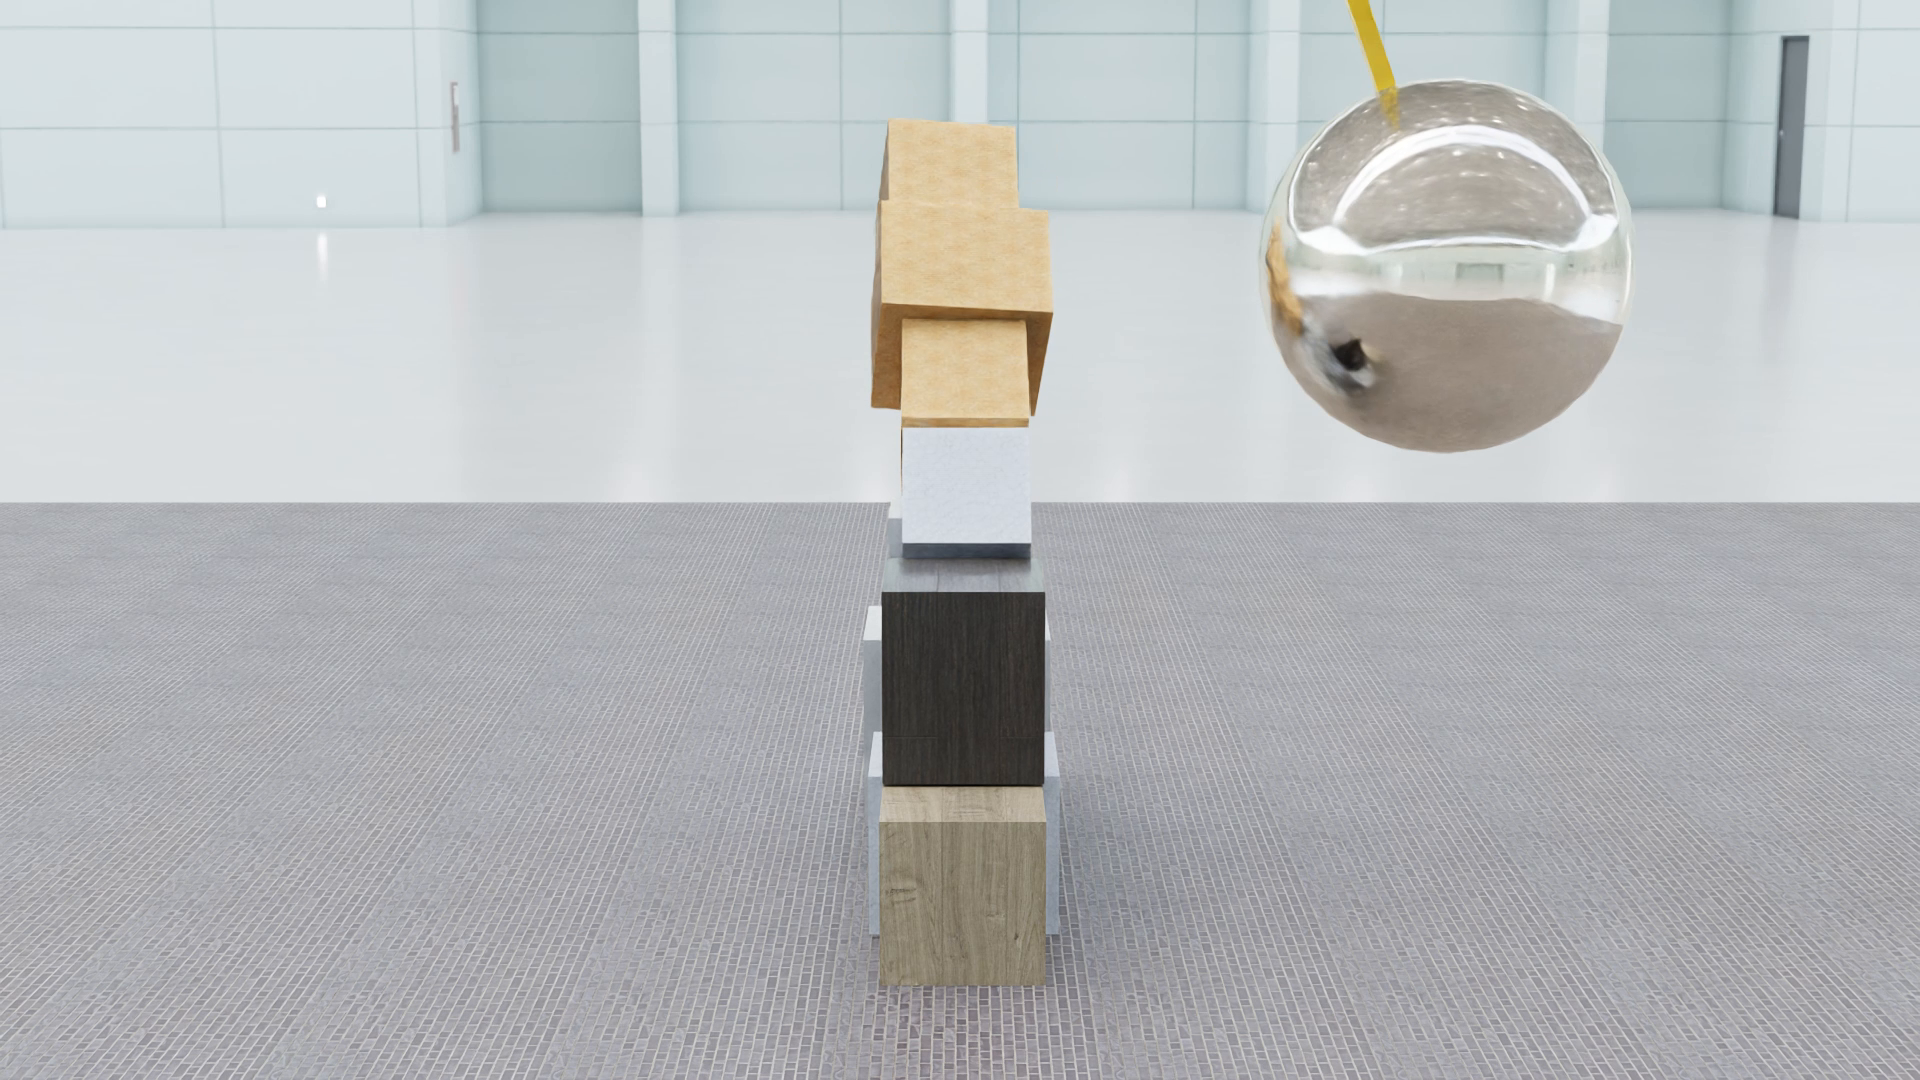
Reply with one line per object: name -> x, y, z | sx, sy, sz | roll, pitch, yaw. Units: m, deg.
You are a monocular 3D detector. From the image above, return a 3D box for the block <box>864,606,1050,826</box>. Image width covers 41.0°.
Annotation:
block -> -0.014, 0.840, 12.426 | 0.875, 0.901, 0.779 | 0, 10, 0

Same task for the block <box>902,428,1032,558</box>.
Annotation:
block -> 0.026, -0.119, 11.291 | 0.549, 0.550, 0.582 | 0, -24, 0

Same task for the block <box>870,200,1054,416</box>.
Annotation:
block -> -0.006, -1.087, 12.099 | 0.783, 0.721, 0.658 | 3, 51, -5

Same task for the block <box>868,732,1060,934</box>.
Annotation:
block -> 0.016, 1.233, 10.896 | 0.784, 0.675, 0.722 | 0, 10, 0

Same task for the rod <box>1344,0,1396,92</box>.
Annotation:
rod -> 0.899, -4.308, 10.397 | 0.080, 5.200, 0.080 | -20, 10, 4

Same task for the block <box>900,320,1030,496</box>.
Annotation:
block -> 0.013, -0.599, 11.707 | 0.563, 0.551, 0.590 | 1, 52, -2

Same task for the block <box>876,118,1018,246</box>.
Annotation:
block -> -0.073, -1.570, 12.503 | 0.617, 0.701, 0.599 | 3, 51, -6

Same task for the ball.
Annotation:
ball -> 2.074, -1.169, 10.968 | 1.600, 1.600, 1.600 | 0, 10, 0

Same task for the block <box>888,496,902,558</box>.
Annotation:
block -> -0.010, 0.153, 11.945 | 0.630, 0.623, 0.584 | 0, 10, 0

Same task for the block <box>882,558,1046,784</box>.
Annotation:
block -> 0.014, 0.532, 10.653 | 0.655, 0.792, 0.726 | 0, 10, 0

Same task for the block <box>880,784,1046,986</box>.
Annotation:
block -> 0.010, 1.359, 10.240 | 0.645, 0.662, 0.594 | 0, 10, 0
